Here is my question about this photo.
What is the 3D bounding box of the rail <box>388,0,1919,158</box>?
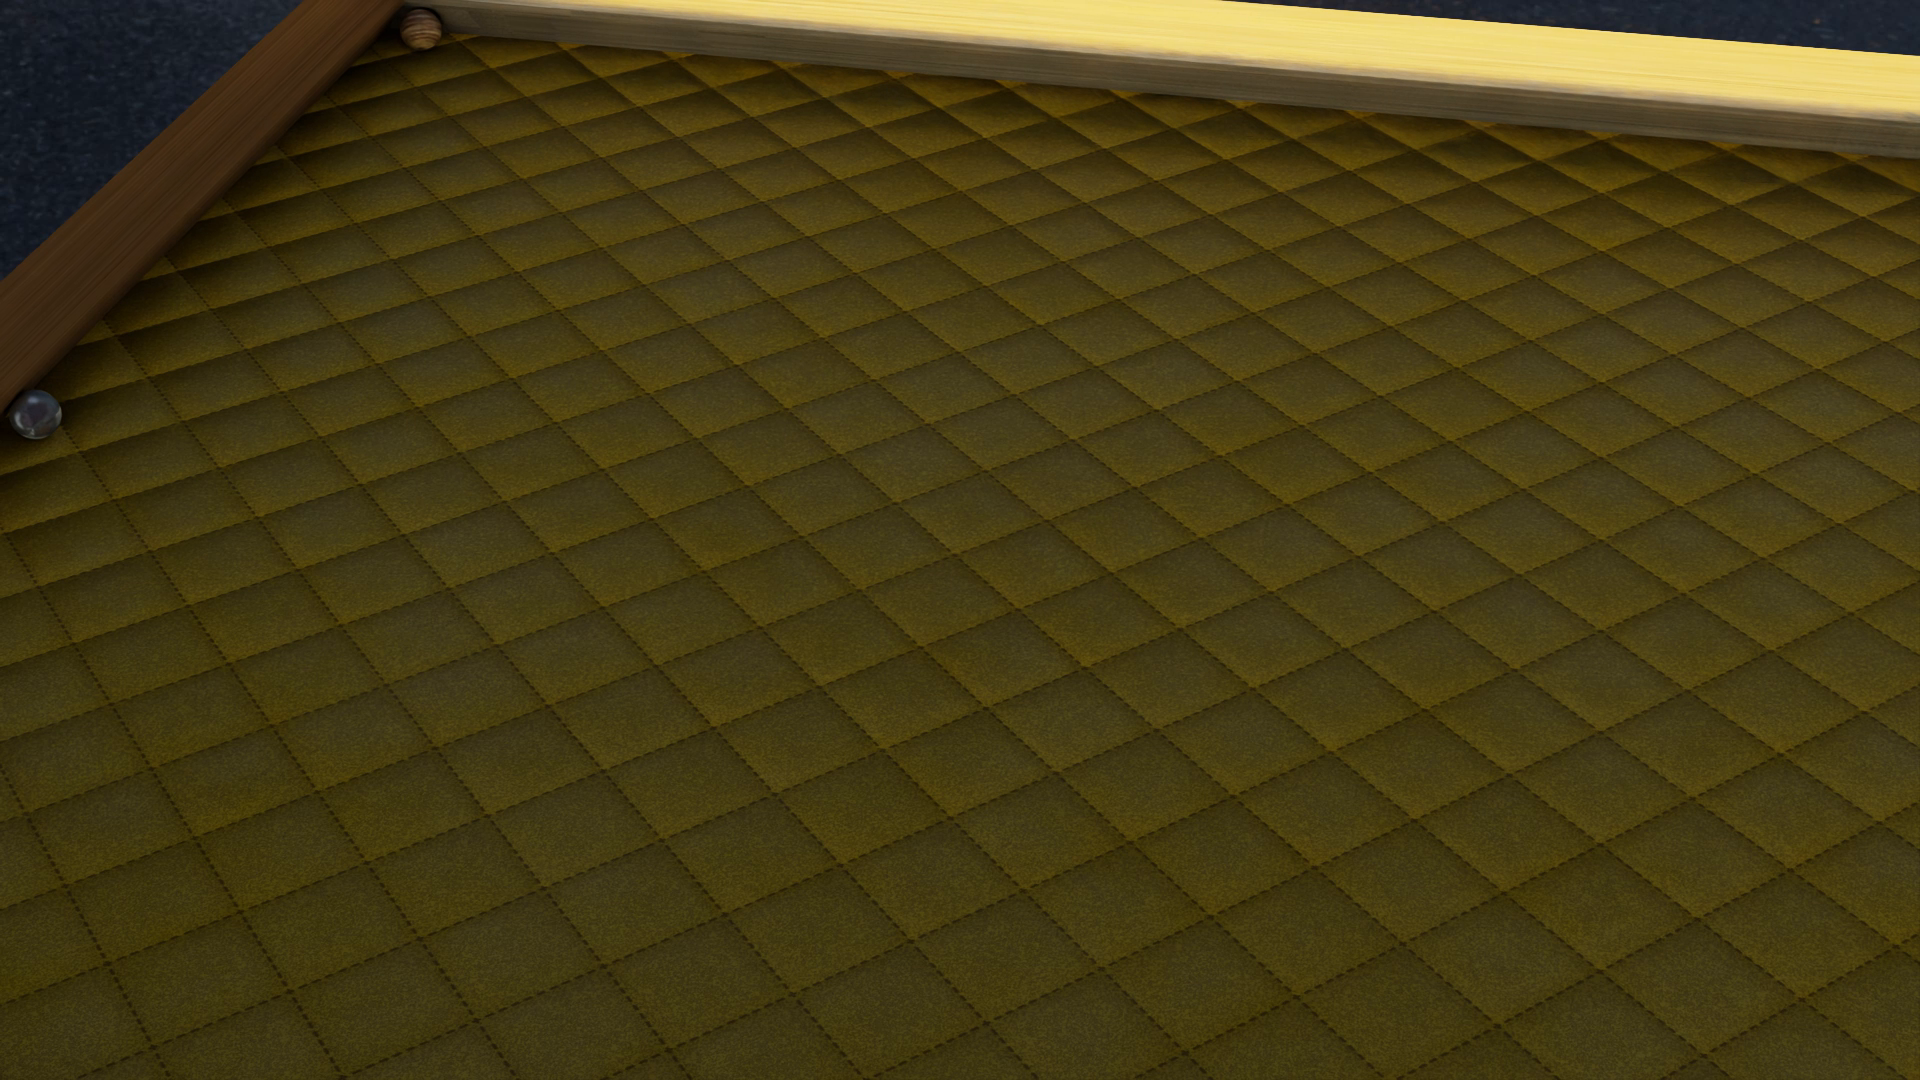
[{"bbox_3d":[1.016,-0.417,2.560,3.406,0.109,0.045,7,35,10],"label":"rail"}]

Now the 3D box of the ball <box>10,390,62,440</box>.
[{"bbox_3d":[-0.780,-0.106,2.164,0.042,0.042,0.042,0,34,0],"label":"ball"}]

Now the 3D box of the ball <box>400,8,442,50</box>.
[{"bbox_3d":[-0.595,-0.563,2.832,0.046,0.046,0.046,0,34,0],"label":"ball"}]

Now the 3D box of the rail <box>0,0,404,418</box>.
[{"bbox_3d":[-0.810,-0.117,2.119,0.045,0.109,1.837,7,35,10],"label":"rail"}]
